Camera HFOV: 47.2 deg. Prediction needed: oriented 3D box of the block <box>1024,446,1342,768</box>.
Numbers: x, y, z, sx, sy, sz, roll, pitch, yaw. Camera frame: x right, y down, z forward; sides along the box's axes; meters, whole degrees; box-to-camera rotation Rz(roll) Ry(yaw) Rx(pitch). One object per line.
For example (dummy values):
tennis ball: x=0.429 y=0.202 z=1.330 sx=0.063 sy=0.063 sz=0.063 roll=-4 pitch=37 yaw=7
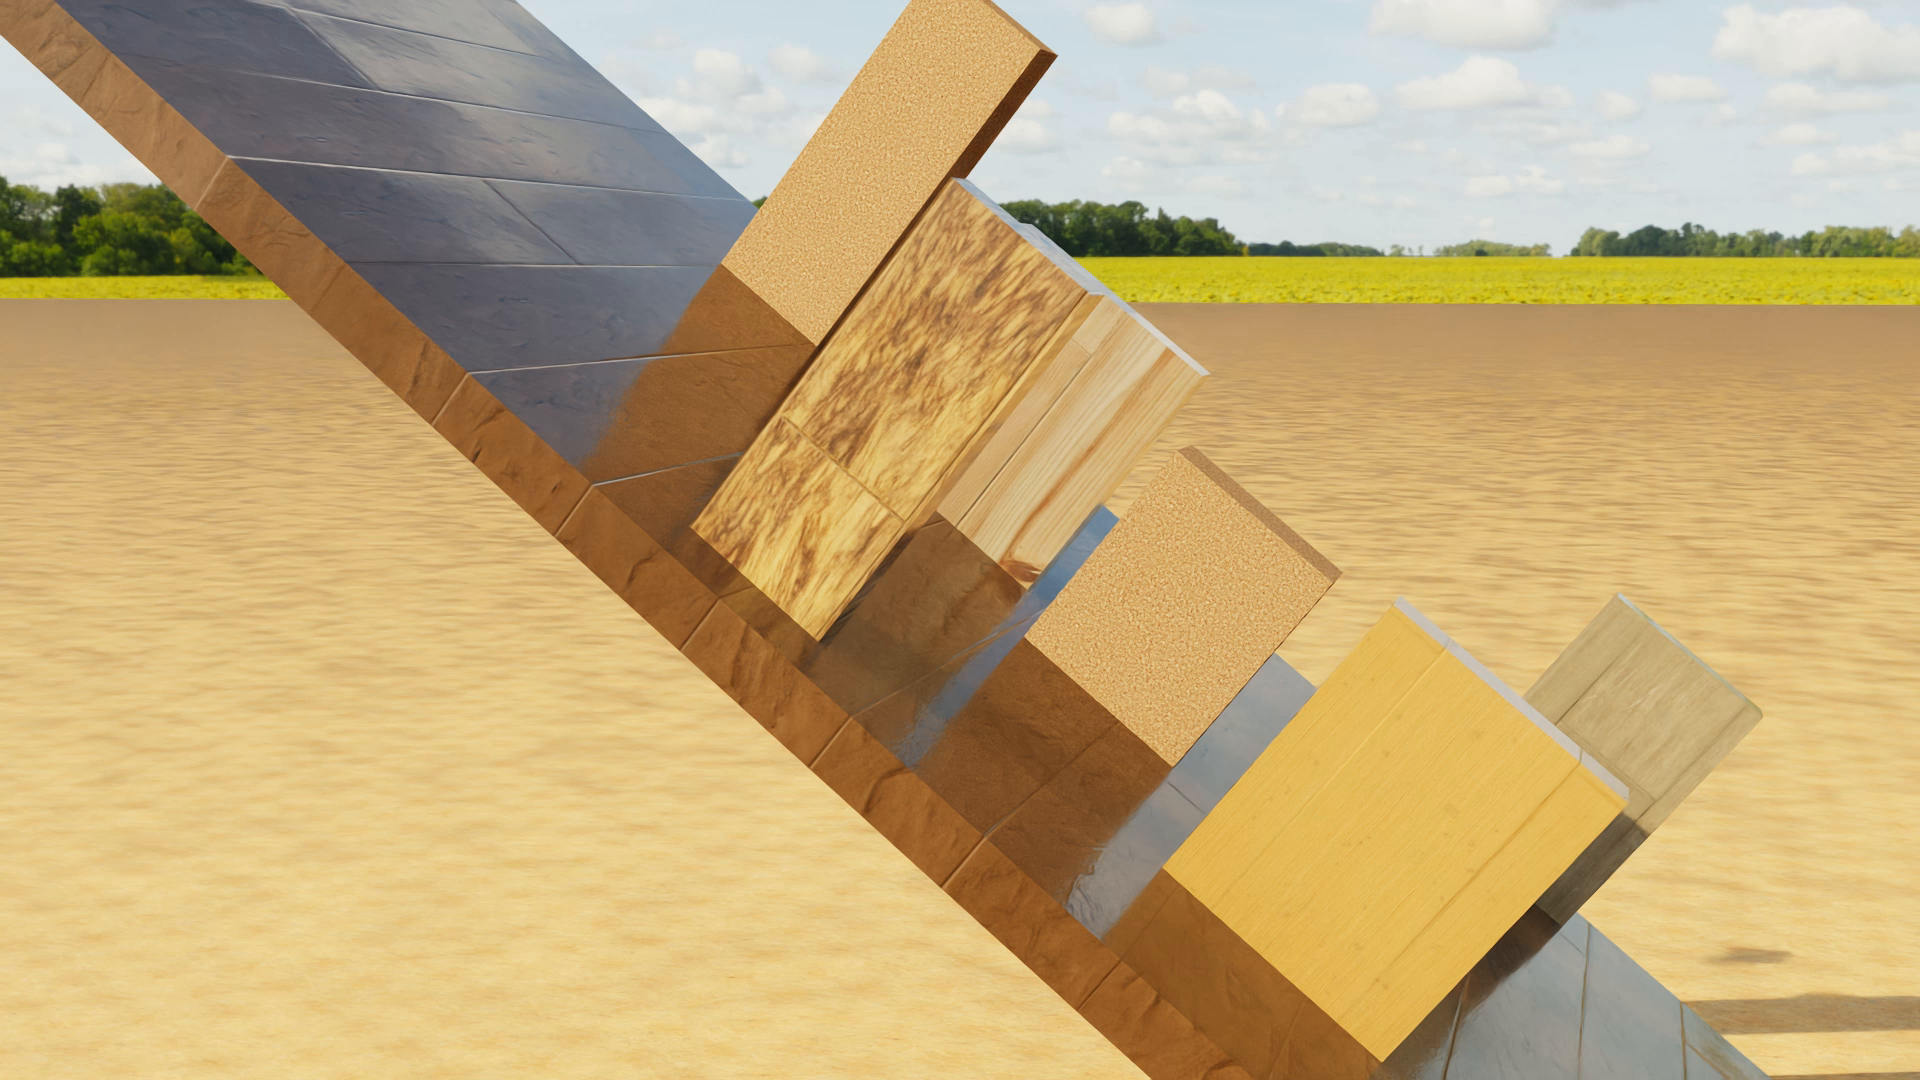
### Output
block: x=0.387 y=0.112 z=3.819 sx=0.344 sy=0.426 sz=0.134 roll=41 pitch=16 yaw=9

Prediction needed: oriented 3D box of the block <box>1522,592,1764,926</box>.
block: x=1.312 y=0.457 z=4.577 sx=0.370 sy=0.599 sz=0.086 roll=41 pitch=16 yaw=9

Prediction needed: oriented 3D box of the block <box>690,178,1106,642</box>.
block: x=-0.097 y=-0.183 z=3.174 sx=0.260 sy=0.646 sz=0.082 roll=41 pitch=16 yaw=9

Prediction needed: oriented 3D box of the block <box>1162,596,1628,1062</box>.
block: x=0.647 y=0.433 z=3.302 sx=0.435 sy=0.541 sz=0.097 roll=41 pitch=16 yaw=9

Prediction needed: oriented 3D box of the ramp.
ramp: x=-0.012 y=0.062 z=4.045 sx=4.000 sy=0.100 sz=2.000 roll=41 pitch=16 yaw=9

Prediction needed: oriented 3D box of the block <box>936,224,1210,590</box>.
block: x=0.130 y=-0.247 z=4.080 sx=0.435 sy=0.514 sz=0.085 roll=41 pitch=16 yaw=9

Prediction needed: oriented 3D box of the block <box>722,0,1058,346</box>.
block: x=-0.148 y=-0.774 z=4.485 sx=0.271 sy=0.749 sz=0.141 roll=41 pitch=16 yaw=9
